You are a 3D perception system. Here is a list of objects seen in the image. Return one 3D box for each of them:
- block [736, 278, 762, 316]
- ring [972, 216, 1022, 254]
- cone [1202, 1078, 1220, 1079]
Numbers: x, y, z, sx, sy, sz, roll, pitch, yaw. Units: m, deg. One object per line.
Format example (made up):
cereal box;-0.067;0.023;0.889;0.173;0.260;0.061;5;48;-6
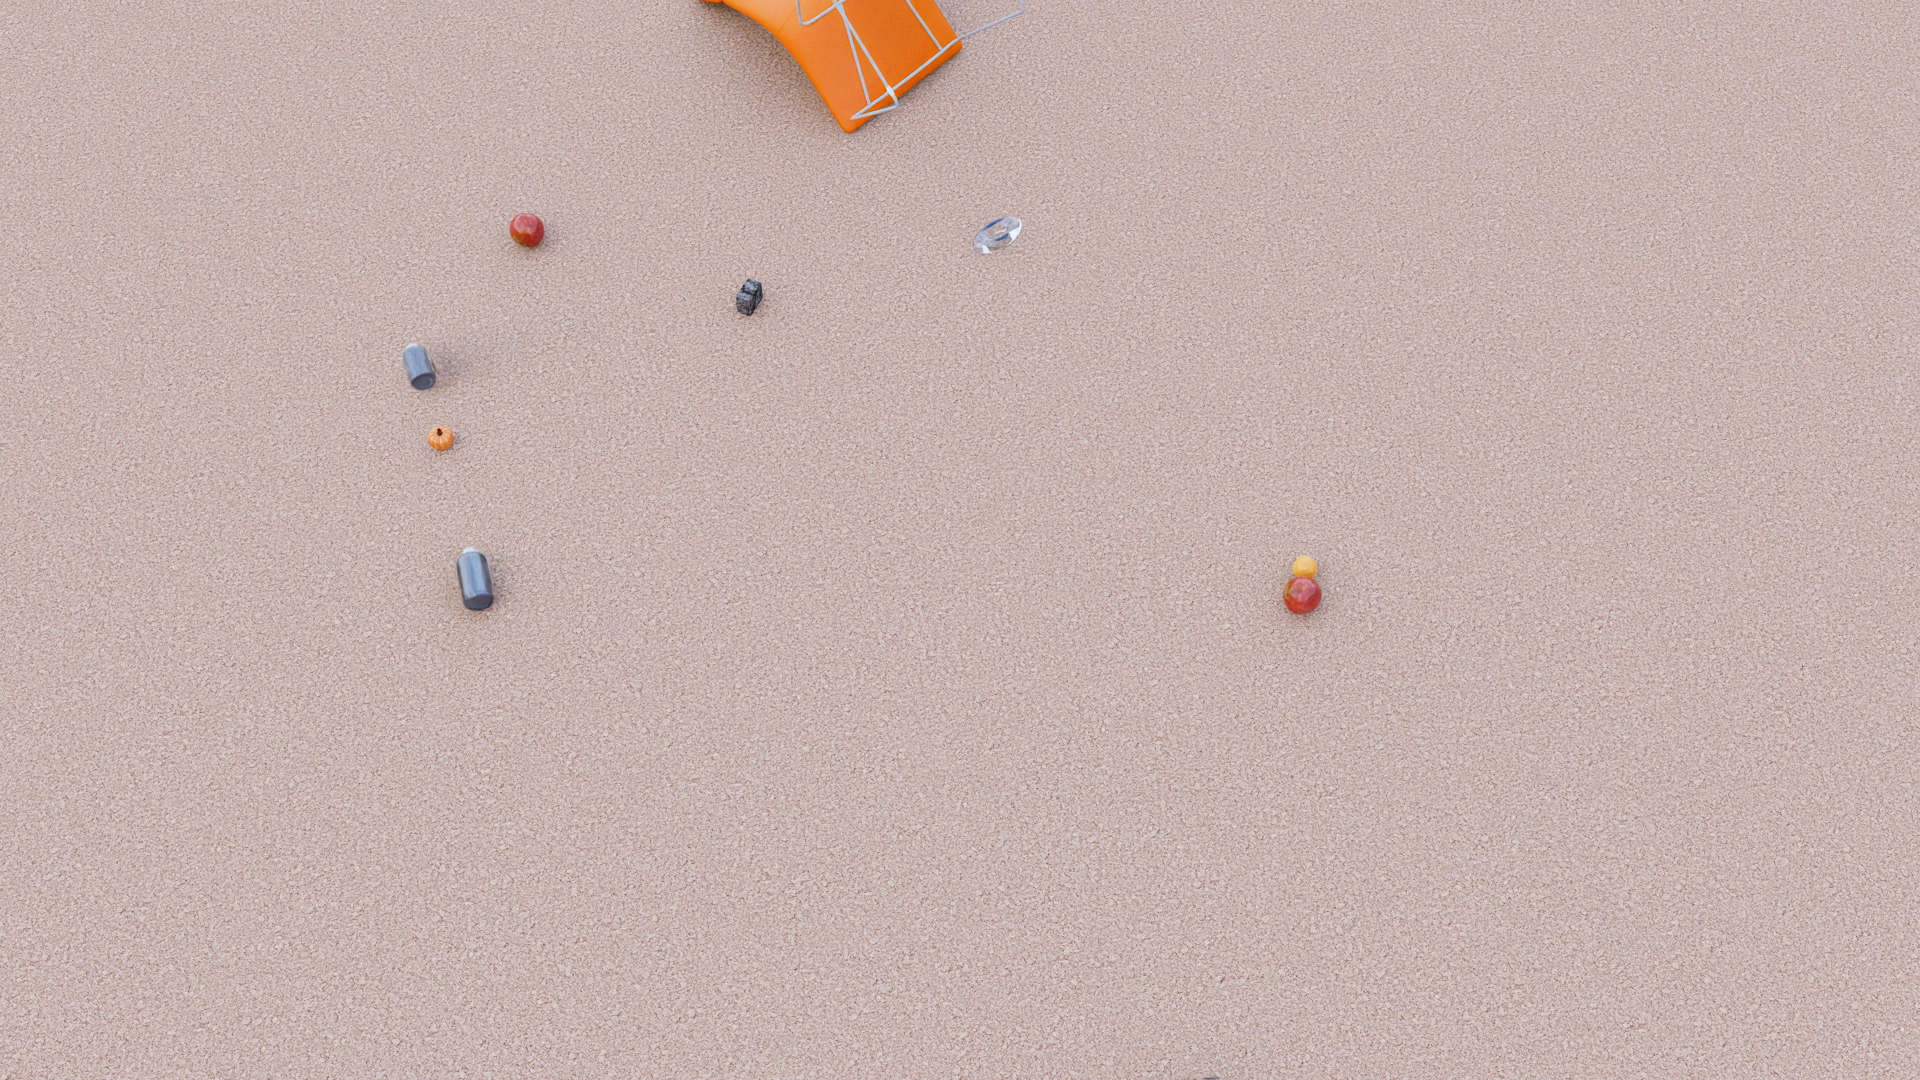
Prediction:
block;-0.675;-0.779;7.051;0.047;0.076;0.086;22;59;14
ring;0.121;-1.001;7.216;0.193;0.050;0.101;-34;61;-20
cone;0.572;1.481;5.528;0.251;0.188;0.176;-15;87;-32
